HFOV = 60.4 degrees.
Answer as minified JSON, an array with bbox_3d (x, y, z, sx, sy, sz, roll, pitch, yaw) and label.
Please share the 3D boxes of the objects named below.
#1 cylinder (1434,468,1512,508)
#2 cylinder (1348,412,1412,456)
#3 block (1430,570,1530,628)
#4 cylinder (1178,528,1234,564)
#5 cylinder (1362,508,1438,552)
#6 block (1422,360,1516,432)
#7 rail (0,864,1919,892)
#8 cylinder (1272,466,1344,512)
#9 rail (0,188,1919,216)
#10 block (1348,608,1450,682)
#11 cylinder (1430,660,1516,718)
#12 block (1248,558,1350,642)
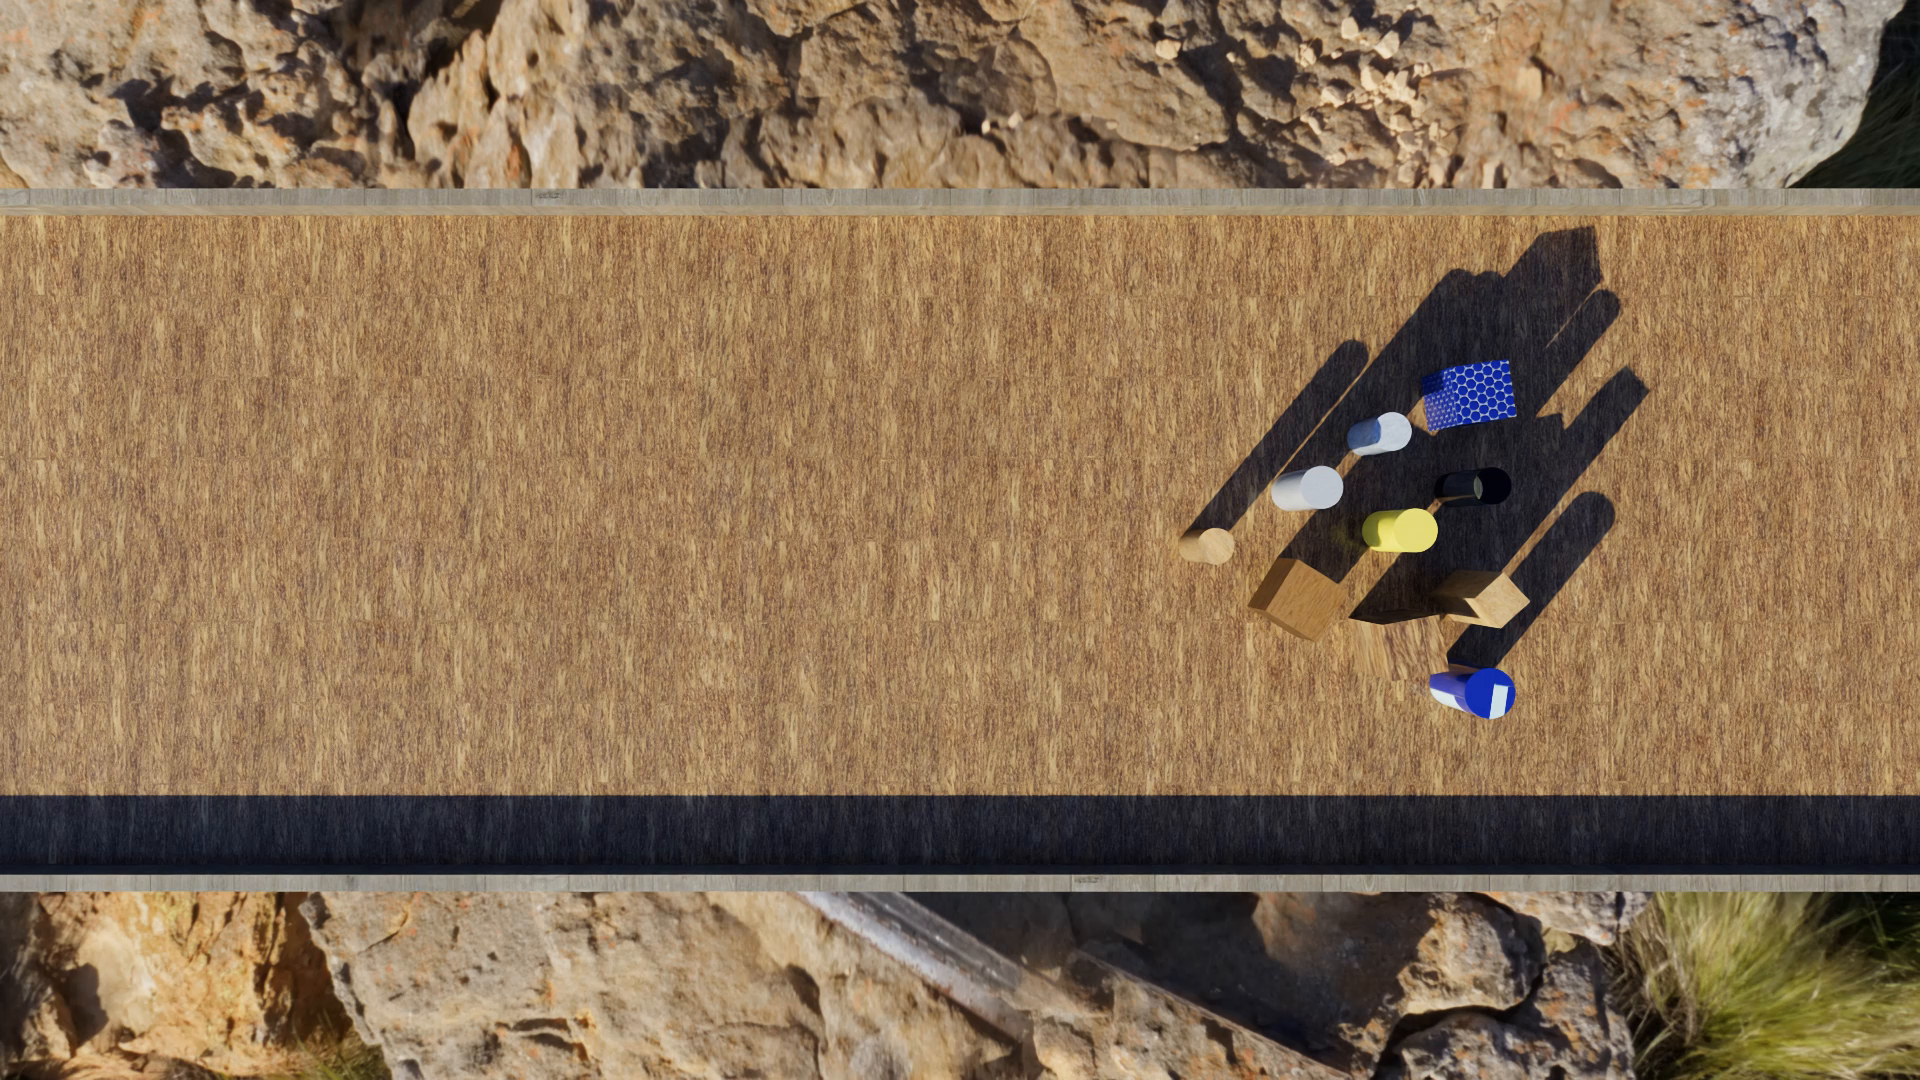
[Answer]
[{"bbox_3d":[1.513,-0.154,4.880,0.108,0.392,0.108,0,90,0],"label":"cylinder"},{"bbox_3d":[1.247,-0.313,4.916,0.111,0.320,0.111,0,90,0],"label":"cylinder"},{"bbox_3d":[1.524,0.170,4.857,0.112,0.440,0.112,-42,90,0],"label":"block"},{"bbox_3d":[0.725,0.018,4.874,0.104,0.405,0.104,0,90,0],"label":"cylinder"},{"bbox_3d":[1.300,-0.027,4.891,0.125,0.372,0.125,0,90,0],"label":"cylinder"},{"bbox_3d":[1.513,-0.428,4.922,0.168,0.309,0.168,-8,90,0],"label":"block"},{"bbox_3d":[-2.247,1.025,5.001,12.000,0.150,0.050,0,90,0],"label":"rail"},{"bbox_3d":[1.018,-0.148,4.859,0.121,0.436,0.121,0,90,0],"label":"cylinder"},{"bbox_3d":[-2.247,-1.025,5.002,12.000,0.150,0.050,0,90,0],"label":"rail"},{"bbox_3d":[1.287,0.305,4.867,0.163,0.419,0.163,-10,90,0],"label":"block"},{"bbox_3d":[1.516,0.439,4.897,0.146,0.359,0.146,0,90,0],"label":"cylinder"},{"bbox_3d":[1.004,0.176,4.922,0.176,0.310,0.176,32,90,0],"label":"block"}]
